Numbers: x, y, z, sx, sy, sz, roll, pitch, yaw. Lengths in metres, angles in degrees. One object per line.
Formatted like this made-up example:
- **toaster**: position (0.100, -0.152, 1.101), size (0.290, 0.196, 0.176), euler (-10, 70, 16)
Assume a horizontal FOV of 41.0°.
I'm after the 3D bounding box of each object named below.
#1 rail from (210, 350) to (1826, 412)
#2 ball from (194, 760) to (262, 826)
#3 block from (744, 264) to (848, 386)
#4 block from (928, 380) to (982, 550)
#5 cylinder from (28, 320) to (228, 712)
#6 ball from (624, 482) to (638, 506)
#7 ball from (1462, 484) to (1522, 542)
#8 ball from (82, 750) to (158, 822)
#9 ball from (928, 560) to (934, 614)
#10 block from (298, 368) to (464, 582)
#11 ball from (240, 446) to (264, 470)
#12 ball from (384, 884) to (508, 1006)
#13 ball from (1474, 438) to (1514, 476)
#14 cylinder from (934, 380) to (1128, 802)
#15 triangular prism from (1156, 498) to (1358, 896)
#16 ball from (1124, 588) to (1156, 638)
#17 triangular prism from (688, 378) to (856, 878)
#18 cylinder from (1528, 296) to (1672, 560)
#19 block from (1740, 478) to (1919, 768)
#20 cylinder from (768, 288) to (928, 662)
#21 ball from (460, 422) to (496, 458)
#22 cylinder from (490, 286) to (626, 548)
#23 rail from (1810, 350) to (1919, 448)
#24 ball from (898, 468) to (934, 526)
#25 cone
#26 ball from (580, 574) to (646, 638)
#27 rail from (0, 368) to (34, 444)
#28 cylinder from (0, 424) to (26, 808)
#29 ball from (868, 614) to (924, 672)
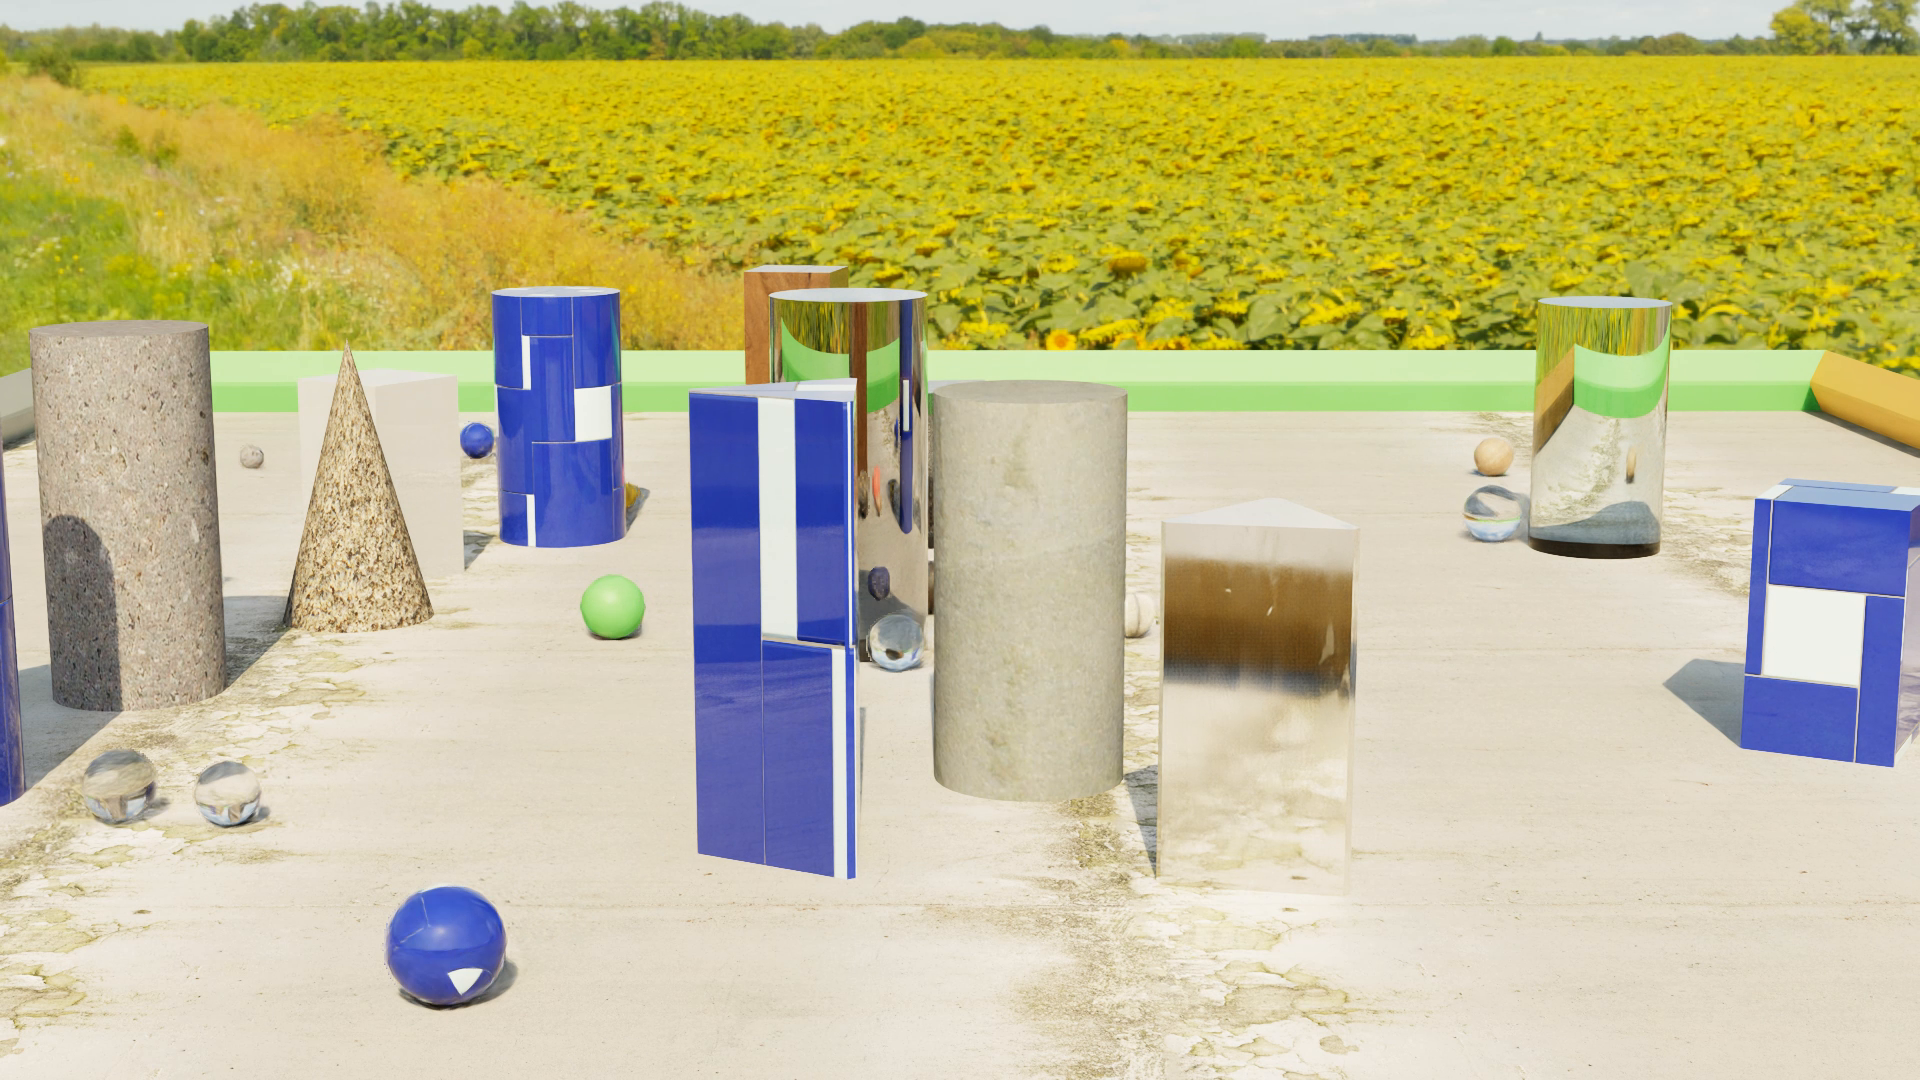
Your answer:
- **rail**: position (-0.012, -0.333, 5.427), size (3.704, 0.128, 0.045), euler (0, 10, 0)
- **ball**: position (-0.709, 0.246, 2.486), size (0.063, 0.063, 0.063), euler (0, 10, 0)
- **block**: position (-0.297, -0.315, 4.692), size (0.158, 0.361, 0.158), euler (2, 11, 10)
- **block**: position (-0.030, -0.119, 3.968), size (0.158, 0.239, 0.158), euler (-1, 11, -8)
- **cylinder**: position (-0.965, -0.033, 2.984), size (0.197, 0.428, 0.197), euler (0, 10, 0)
- **ball**: position (-0.558, -0.076, 4.280), size (0.041, 0.041, 0.041), euler (0, 10, 0)
- **ball**: position (0.822, -0.041, 3.962), size (0.089, 0.089, 0.089), euler (0, 10, 0)
- **ball**: position (-0.819, 0.239, 2.500), size (0.070, 0.070, 0.070), euler (0, 10, 0)
- **ball**: position (-0.043, 0.064, 3.438), size (0.073, 0.073, 0.073), euler (0, 10, 0)
- **block**: position (-0.830, -0.091, 3.683), size (0.158, 0.288, 0.158), euler (7, 13, 34)
- **ball**: position (-1.291, -0.151, 4.677), size (0.044, 0.044, 0.044), euler (0, 10, 0)
- **ball**: position (-0.403, 0.317, 2.013), size (0.094, 0.094, 0.094), euler (0, 10, 0)
- **ball**: position (0.956, -0.149, 4.594), size (0.070, 0.070, 0.070), euler (0, 10, 0)
- **cylinder**: position (0.071, 0.047, 2.629), size (0.197, 0.401, 0.197), euler (0, 10, 0)
- **triangular prism**: position (0.276, 0.137, 2.336), size (0.171, 0.331, 0.148), euler (2, 11, 12)
- **ball**: position (0.219, 0.093, 3.303), size (0.065, 0.065, 0.065), euler (0, 10, 0)
- **triangular prism**: position (-0.136, 0.074, 2.389), size (0.171, 0.436, 0.148), euler (6, 12, 28)
- **cylinder**: position (0.969, -0.173, 3.889), size (0.197, 0.375, 0.197), euler (0, 10, 0)
- **block**: position (0.950, 0.085, 2.773), size (0.158, 0.273, 0.158), euler (6, 12, 29)
- **cylinder**: position (-0.138, -0.085, 3.222), size (0.197, 0.445, 0.197), euler (0, 10, 0)
- **ball**: position (-0.905, -0.187, 4.809), size (0.067, 0.067, 0.067), euler (0, 10, 0)
- **cylinder**: position (-0.622, -0.194, 3.980), size (0.197, 0.383, 0.197), euler (0, 10, 0)
- **rail**: position (1.828, 0.031, 3.459), size (0.045, 0.128, 4.071), euler (0, 10, 0)
- **ball**: position (-0.053, -0.070, 4.107), size (0.093, 0.093, 0.093), euler (0, 10, 0)
- **cone**: position (-0.803, -0.081, 3.394), size (0.197, 0.375, 0.197), euler (0, 10, 0)
- **ball**: position (-0.446, 0.086, 3.295), size (0.082, 0.082, 0.082), euler (0, 10, 0)
- **rail**: position (-1.828, 0.035, 3.438), size (0.045, 0.128, 4.071), euler (0, 10, 0)
- **cylinder**: position (-1.045, 0.025, 2.541), size (0.197, 0.477, 0.197), euler (0, 10, 0)
- **ball**: position (-0.078, 0.125, 3.120), size (0.069, 0.069, 0.069), euler (0, 10, 0)
